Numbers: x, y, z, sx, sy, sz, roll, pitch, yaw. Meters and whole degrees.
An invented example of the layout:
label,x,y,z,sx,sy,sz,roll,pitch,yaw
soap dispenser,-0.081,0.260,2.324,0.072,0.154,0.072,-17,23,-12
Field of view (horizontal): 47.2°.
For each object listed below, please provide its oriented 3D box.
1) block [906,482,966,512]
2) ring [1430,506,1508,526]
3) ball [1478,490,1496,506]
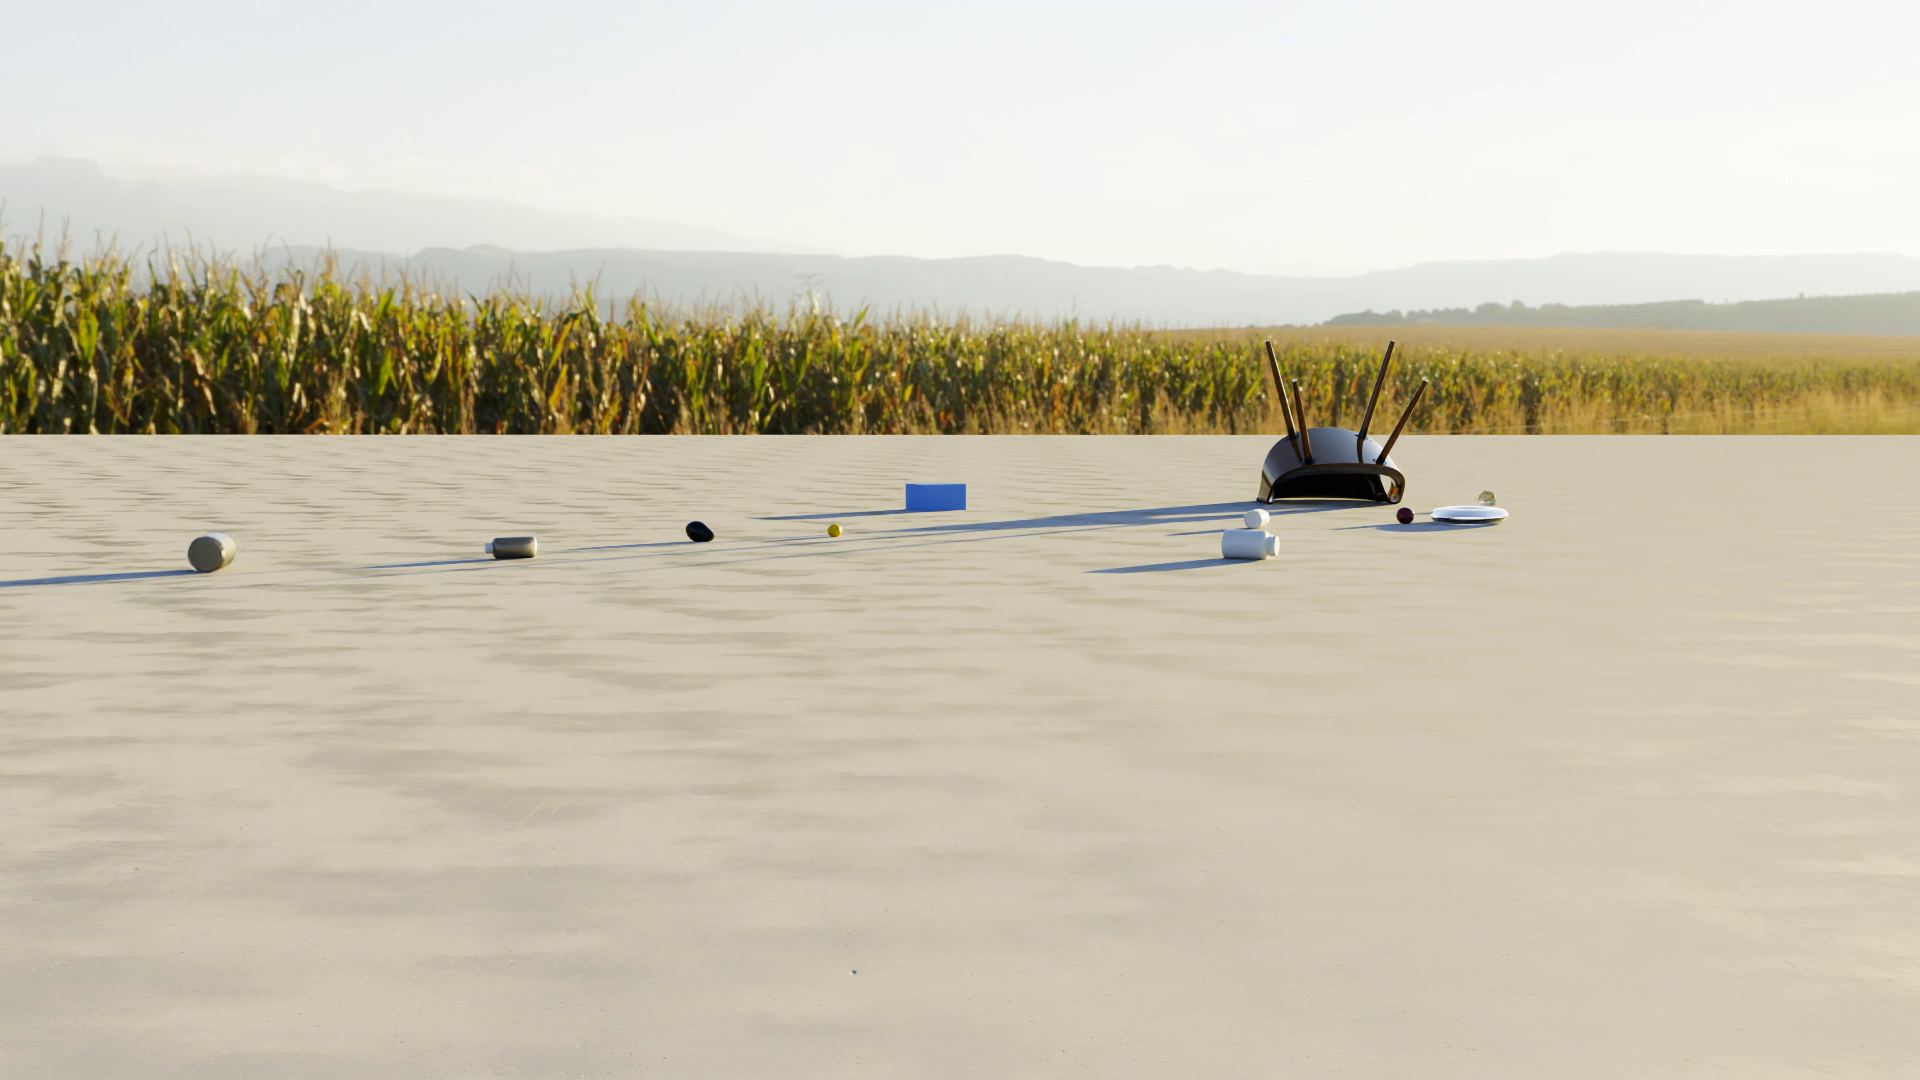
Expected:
label,x,y,z,sx,sy,sz,roll,pitch,yaw
block,-0.090,-0.162,8.199,0.181,0.096,0.143,-2,4,-26
ring,1.705,-0.082,7.362,0.258,0.053,0.363,0,3,7
ball,1.979,-0.151,8.255,0.067,0.067,0.067,0,4,0
